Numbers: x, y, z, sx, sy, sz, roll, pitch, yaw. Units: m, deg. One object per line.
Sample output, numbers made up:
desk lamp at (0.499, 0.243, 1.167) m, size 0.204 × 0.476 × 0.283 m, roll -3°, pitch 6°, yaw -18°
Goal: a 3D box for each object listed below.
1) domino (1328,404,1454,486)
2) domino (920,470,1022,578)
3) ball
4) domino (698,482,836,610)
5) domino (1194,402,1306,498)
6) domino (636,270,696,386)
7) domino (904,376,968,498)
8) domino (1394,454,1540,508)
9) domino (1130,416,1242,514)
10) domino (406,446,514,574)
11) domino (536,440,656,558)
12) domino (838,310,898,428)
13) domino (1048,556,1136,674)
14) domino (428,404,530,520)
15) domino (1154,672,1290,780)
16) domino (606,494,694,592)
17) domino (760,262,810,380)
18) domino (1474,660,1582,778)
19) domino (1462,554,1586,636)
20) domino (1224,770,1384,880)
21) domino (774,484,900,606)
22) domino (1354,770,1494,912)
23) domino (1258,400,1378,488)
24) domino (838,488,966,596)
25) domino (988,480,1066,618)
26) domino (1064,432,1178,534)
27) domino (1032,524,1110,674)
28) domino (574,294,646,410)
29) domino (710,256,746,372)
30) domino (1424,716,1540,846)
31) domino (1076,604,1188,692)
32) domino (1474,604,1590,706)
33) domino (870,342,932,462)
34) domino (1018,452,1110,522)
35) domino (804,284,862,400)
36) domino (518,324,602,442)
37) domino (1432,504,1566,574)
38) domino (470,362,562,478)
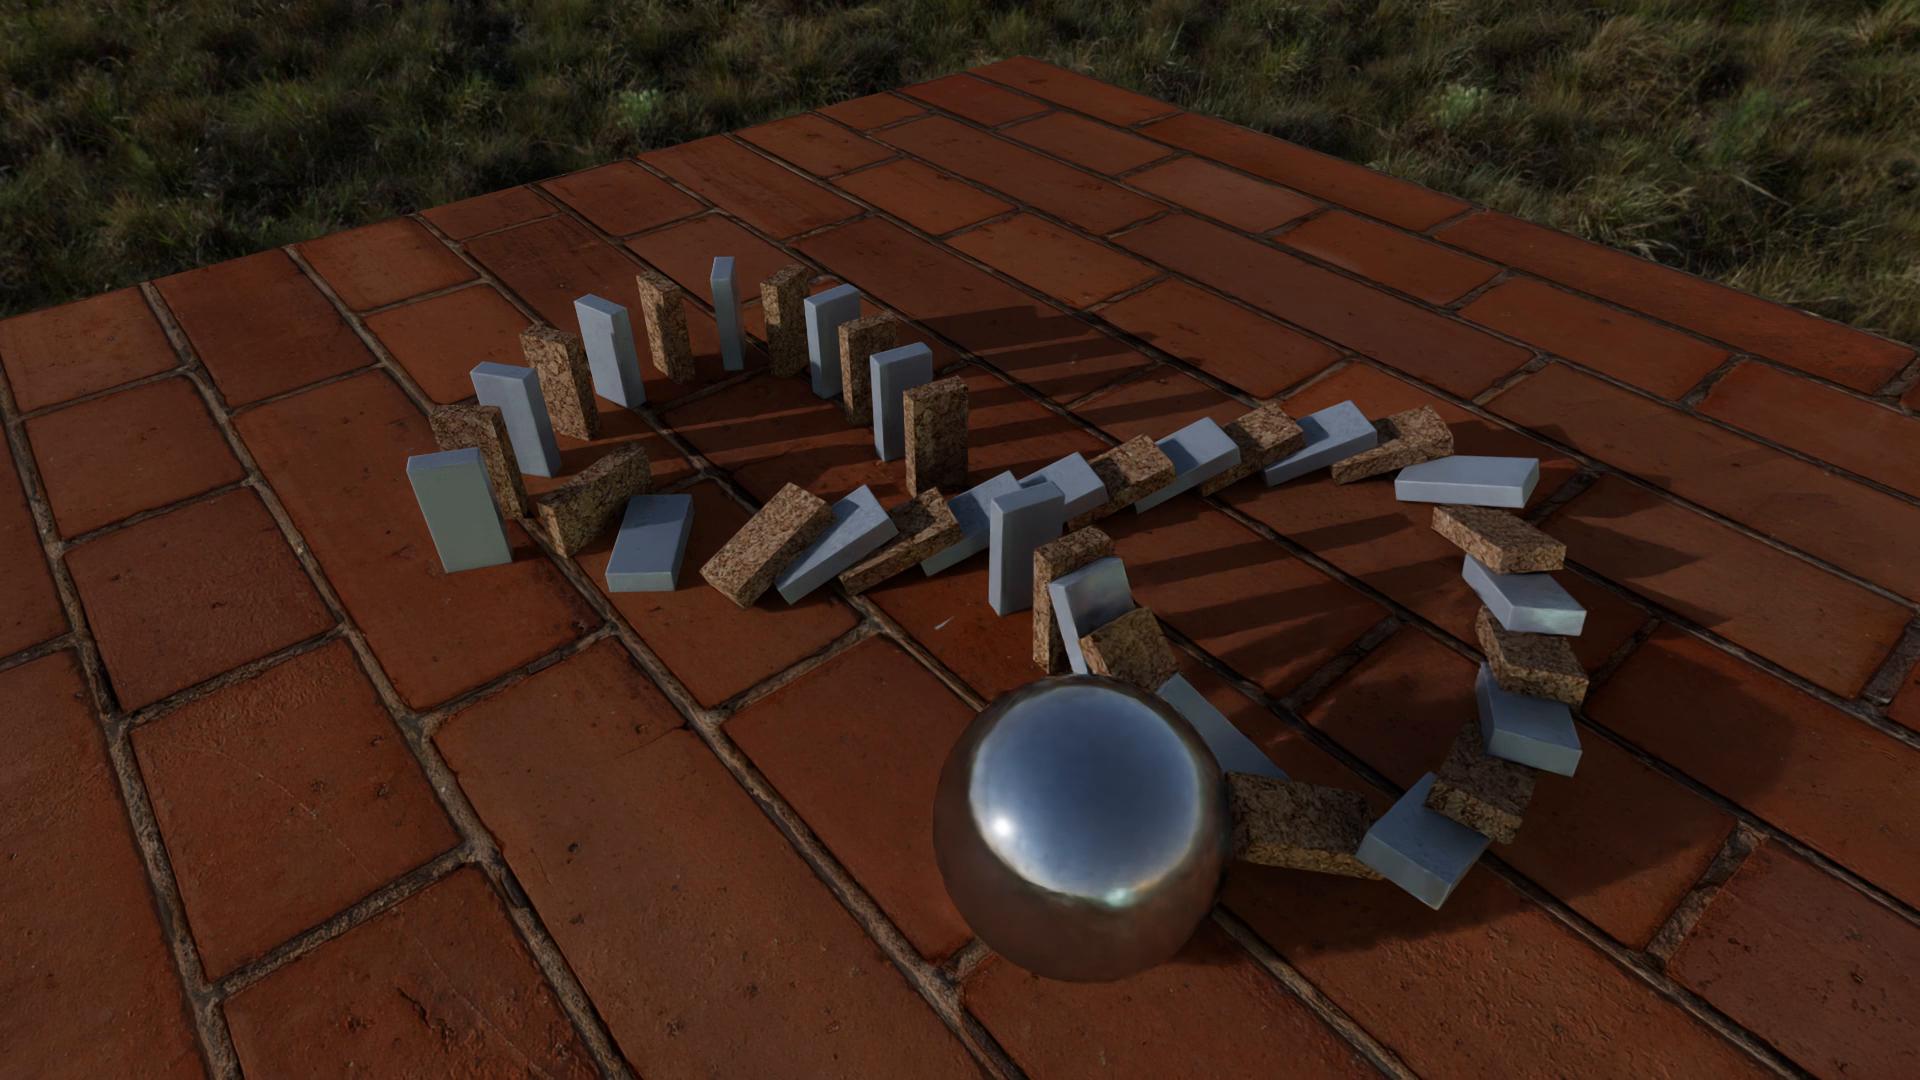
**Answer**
domino at (0.186, -0.042, 0.483) m, size 0.050 × 0.010 × 0.025 m, roll -16°, pitch 38°, yaw 9°
domino at (0.004, -0.007, 0.440) m, size 0.050 × 0.010 × 0.025 m, roll -27°, pitch 44°, yaw -4°
ball at (0.032, 0.076, 0.295) m, size 0.080 × 0.080 × 0.080 m, roll 0°, pitch 39°, yaw 0°
domino at (-0.074, 0.002, 0.425) m, size 0.025 × 0.009 × 0.050 m, roll 27°, pitch 67°, yaw 41°
domino at (0.122, -0.040, 0.480) m, size 0.050 × 0.010 × 0.025 m, roll -26°, pitch 43°, yaw -3°
domino at (-0.144, -0.104, 0.538) m, size 0.009 × 0.050 × 0.025 m, roll -29°, pitch 47°, yaw -31°
domino at (-0.010, -0.042, 0.463) m, size 0.025 × 0.050 × 0.010 m, roll -18°, pitch 43°, yaw -21°
domino at (0.212, -0.025, 0.461) m, size 0.050 × 0.010 × 0.025 m, roll 7°, pitch 35°, yaw 40°
domino at (0.092, -0.032, 0.471) m, size 0.050 × 0.009 × 0.025 m, roll -27°, pitch 43°, yaw -4°
domino at (-0.192, -0.011, 0.425) m, size 0.025 × 0.050 × 0.010 m, roll -10°, pitch 40°, yaw -12°
domino at (-0.148, -0.017, 0.452) m, size 0.009 × 0.025 × 0.050 m, roll 22°, pitch 44°, yaw 24°
domino at (-0.041, -0.078, 0.507) m, size 0.025 × 0.050 × 0.010 m, roll -21°, pitch 44°, yaw -24°
domino at (0.049, 0.034, 0.372) m, size 0.025 × 0.050 × 0.009 m, roll -24°, pitch 16°, yaw -26°
domino at (-0.196, -0.031, 0.450) m, size 0.025 × 0.050 × 0.009 m, roll 1°, pitch 39°, yaw 1°
domino at (0.078, 0.068, 0.343) m, size 0.050 × 0.009 × 0.025 m, roll 44°, pitch 51°, yaw 6°
domino at (-0.124, 0.001, 0.443) m, size 0.025 × 0.010 × 0.050 m, roll -1°, pitch 39°, yaw -1°
domino at (-0.084, -0.108, 0.543) m, size 0.010 × 0.050 × 0.025 m, roll 20°, pitch 43°, yaw 22°
domino at (0.185, 0.058, 0.361) m, size 0.025 × 0.009 × 0.050 m, roll 14°, pitch 23°, yaw 16°
domino at (0.208, 0.019, 0.408) m, size 0.025 × 0.010 × 0.050 m, roll 4°, pitch 21°, yaw 5°
domino at (0.102, 0.085, 0.326) m, size 0.050 × 0.010 × 0.025 m, roll 13°, pitch 36°, yaw -18°
domino at (-0.051, 0.001, 0.427) m, size 0.050 × 0.010 × 0.025 m, roll -34°, pitch 44°, yaw -4°
domino at (0.140, 0.087, 0.325) m, size 0.025 × 0.009 × 0.050 m, roll 32°, pitch 31°, yaw 33°
domino at (0.154, -0.043, 0.484) m, size 0.050 × 0.010 × 0.025 m, roll -21°, pitch 40°, yaw 3°
domino at (-0.026, 0.000, 0.431) m, size 0.050 × 0.010 × 0.025 m, roll -27°, pitch 44°, yaw -4°
domino at (0.024, 0.004, 0.407) m, size 0.025 × 0.050 × 0.009 m, roll -17°, pitch 42°, yaw -19°
domino at (0.062, -0.024, 0.461) m, size 0.050 × 0.009 × 0.025 m, roll -27°, pitch 43°, yaw -4°
domino at (0.039, 0.021, 0.385) m, size 0.025 × 0.050 × 0.010 m, roll -22°, pitch 41°, yaw -25°
domino at (-0.165, -0.089, 0.520) m, size 0.025 × 0.050 × 0.009 m, roll 24°, pitch 45°, yaw 26°
domino at (-0.115, -0.113, 0.549) m, size 0.009 × 0.050 × 0.025 m, roll -3°, pitch 39°, yaw -4°
domino at (0.164, 0.074, 0.341) m, size 0.025 × 0.009 × 0.050 m, roll 25°, pitch 27°, yaw 27°
domino at (0.061, 0.049, 0.360) m, size 0.025 × 0.009 × 0.050 m, roll -25°, pitch 85°, yaw -27°
domino at (0.198, 0.039, 0.384) m, size 0.025 × 0.009 × 0.050 m, roll 10°, pitch 23°, yaw 12°
domino at (-0.025, -0.060, 0.485) m, size 0.025 × 0.050 × 0.010 m, roll -19°, pitch 43°, yaw -22°
domino at (0.033, -0.015, 0.451) m, size 0.050 × 0.009 × 0.025 m, roll -26°, pitch 44°, yaw -4°
domino at (-0.060, -0.095, 0.527) m, size 0.025 × 0.050 × 0.009 m, roll -29°, pitch 47°, yaw -30°
domino at (-0.180, -0.071, 0.498) m, size 0.025 × 0.050 × 0.010 m, roll 15°, pitch 42°, yaw 18°
domino at (0.211, -0.001, 0.433) m, size 0.025 × 0.010 × 0.050 m, roll -4°, pitch 21°, yaw -5°
domino at (-0.191, -0.051, 0.474) m, size 0.025 × 0.050 × 0.009 m, roll 9°, pitch 40°, yaw 11°
